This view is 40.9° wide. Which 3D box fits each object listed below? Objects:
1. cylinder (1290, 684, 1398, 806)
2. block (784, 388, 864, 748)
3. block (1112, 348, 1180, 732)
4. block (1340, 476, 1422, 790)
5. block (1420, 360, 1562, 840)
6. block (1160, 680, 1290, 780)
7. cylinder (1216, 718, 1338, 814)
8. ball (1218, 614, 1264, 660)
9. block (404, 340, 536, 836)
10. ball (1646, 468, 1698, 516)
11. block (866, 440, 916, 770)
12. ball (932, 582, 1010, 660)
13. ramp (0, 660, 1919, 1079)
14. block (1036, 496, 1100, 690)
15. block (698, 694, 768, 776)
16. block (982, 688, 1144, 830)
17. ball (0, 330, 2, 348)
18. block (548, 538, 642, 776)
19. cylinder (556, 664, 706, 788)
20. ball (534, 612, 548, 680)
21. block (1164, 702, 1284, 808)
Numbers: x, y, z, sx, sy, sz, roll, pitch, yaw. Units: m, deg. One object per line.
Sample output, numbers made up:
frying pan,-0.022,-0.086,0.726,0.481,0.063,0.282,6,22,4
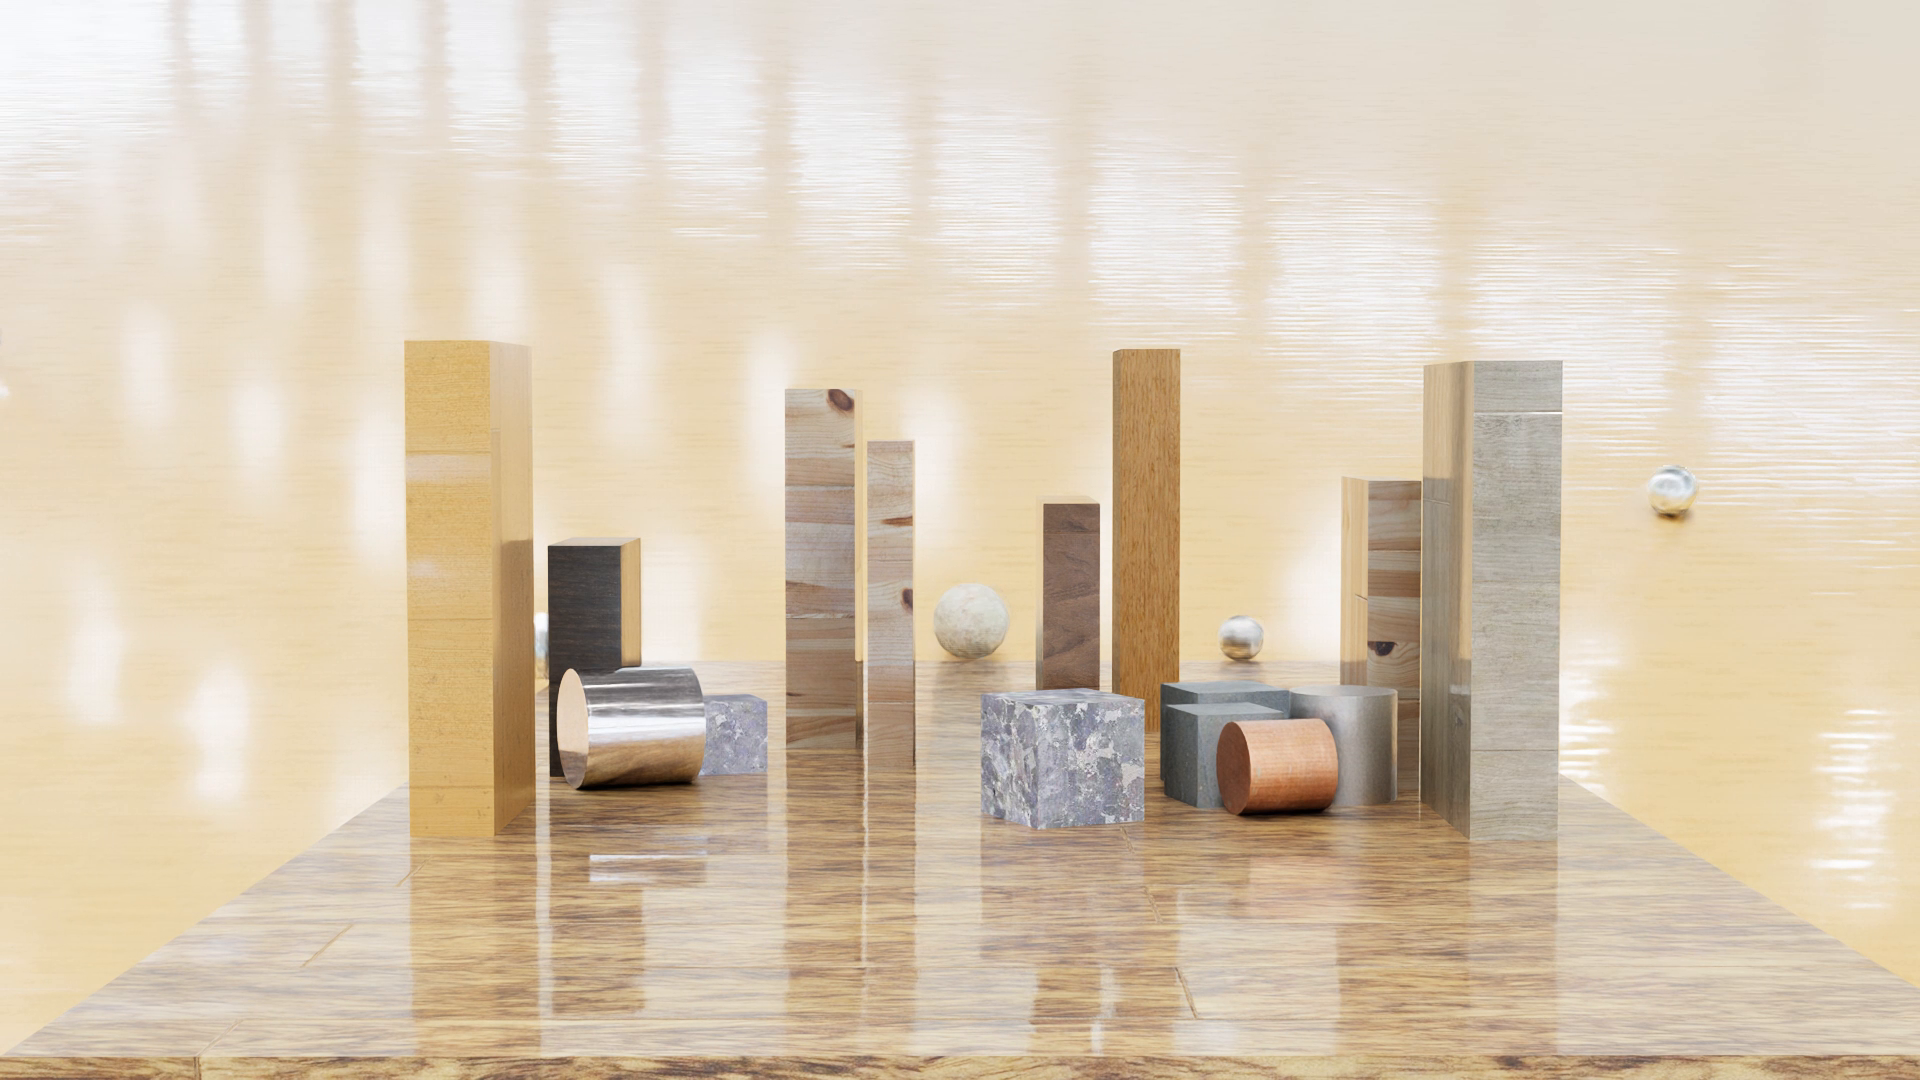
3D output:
cylinder,0.628,0.335,4.217,0.176,0.176,0.176,0,3,0
block,-0.263,0.043,5.045,0.131,0.675,0.430,0,3,0
block,0.374,-0.005,5.197,0.117,0.755,0.276,0,3,0
block,0.722,0.152,4.431,0.089,0.518,0.301,0,3,0
block,0.817,0.080,3.982,0.130,0.708,0.408,0,3,0
block,0.449,0.332,4.367,0.166,0.166,0.166,-1,3,-17
cylinder,0.500,0.358,4.063,0.146,0.146,0.146,-1,21,-16
ball,0.733,0.257,6.712,0.122,0.122,0.122,0,22,0
block,-0.759,0.064,4.010,0.126,0.739,0.381,0,3,0
ball,2.137,-0.146,7.717,0.146,0.146,0.146,0,22,0
block,-0.123,0.109,4.672,0.080,0.581,0.285,0,3,0
ball,0.028,0.212,6.709,0.201,0.201,0.201,0,22,0
ramp,0.050,0.457,4.533,2.000,0.100,4.000,0,3,0
block,0.179,0.174,4.332,0.092,0.486,0.381,0,3,0
block,-0.418,0.344,4.557,0.125,0.125,0.125,-1,3,-19
block,0.159,0.339,4.024,0.188,0.188,0.188,-2,3,-27
ball,-3.483,-0.715,9.068,0.200,0.200,0.200,0,22,0
block,-0.650,0.203,4.599,0.126,0.402,0.290,0,3,0
cylinder,-0.559,0.315,4.361,0.202,0.202,0.202,-1,21,-24
ball,-0.978,0.252,6.097,0.161,0.161,0.161,0,22,0
block,0.430,0.349,4.196,0.149,0.149,0.149,-1,3,-16
